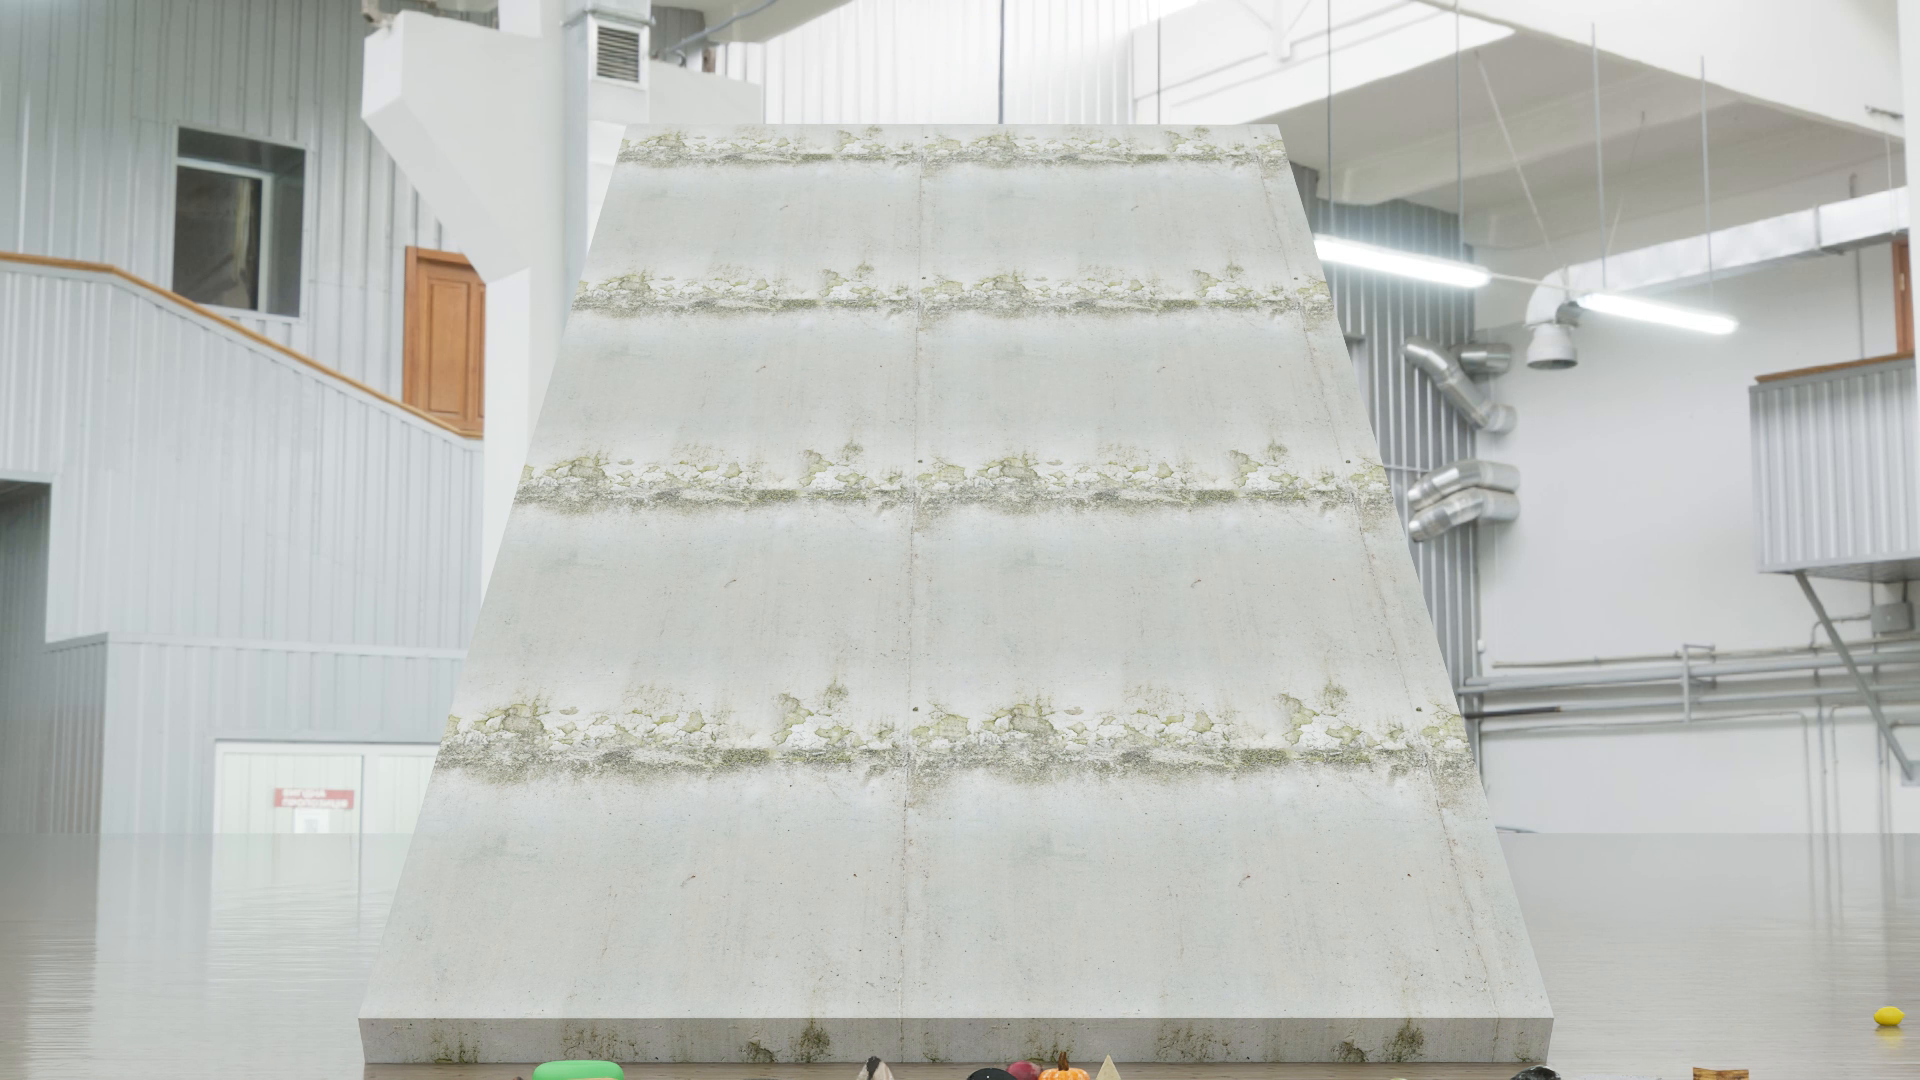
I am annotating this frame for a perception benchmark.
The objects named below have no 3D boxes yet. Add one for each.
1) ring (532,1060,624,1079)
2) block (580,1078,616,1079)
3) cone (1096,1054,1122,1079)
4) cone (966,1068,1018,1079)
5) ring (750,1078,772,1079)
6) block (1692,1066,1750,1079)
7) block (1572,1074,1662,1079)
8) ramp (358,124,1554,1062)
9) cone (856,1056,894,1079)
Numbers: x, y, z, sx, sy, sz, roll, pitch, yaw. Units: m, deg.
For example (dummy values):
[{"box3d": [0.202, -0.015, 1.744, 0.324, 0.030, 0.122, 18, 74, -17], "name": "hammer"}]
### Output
[{"box3d": [-0.573, 0.807, 3.653, 0.136, 0.045, 0.136, 0, -8, 0], "name": "ring"}, {"box3d": [-0.477, 0.739, 3.174, 0.067, 0.067, 0.067, 4, -8, -31], "name": "block"}, {"box3d": [0.213, 0.772, 3.487, 0.074, 0.074, 0.074, 0, -7, 0], "name": "cone"}, {"box3d": [0.029, 0.750, 3.164, 0.097, 0.097, 0.097, 3, -34, -22], "name": "cone"}, {"box3d": [-0.290, 0.792, 3.489, 0.105, 0.035, 0.105, 0, -8, 0], "name": "ring"}, {"box3d": [1.084, 0.780, 3.467, 0.055, 0.055, 0.055, 2, -7, -18], "name": "block"}, {"box3d": [0.799, 0.703, 2.967, 0.091, 0.091, 0.091, -4, -8, 30], "name": "block"}, {"box3d": [-0.014, -0.198, 5.806, 2.000, 0.100, 4.000, 0, 31, 0], "name": "ramp"}, {"box3d": [-0.142, 0.799, 3.538, 0.072, 0.072, 0.072, -31, -18, 19], "name": "cone"}]
